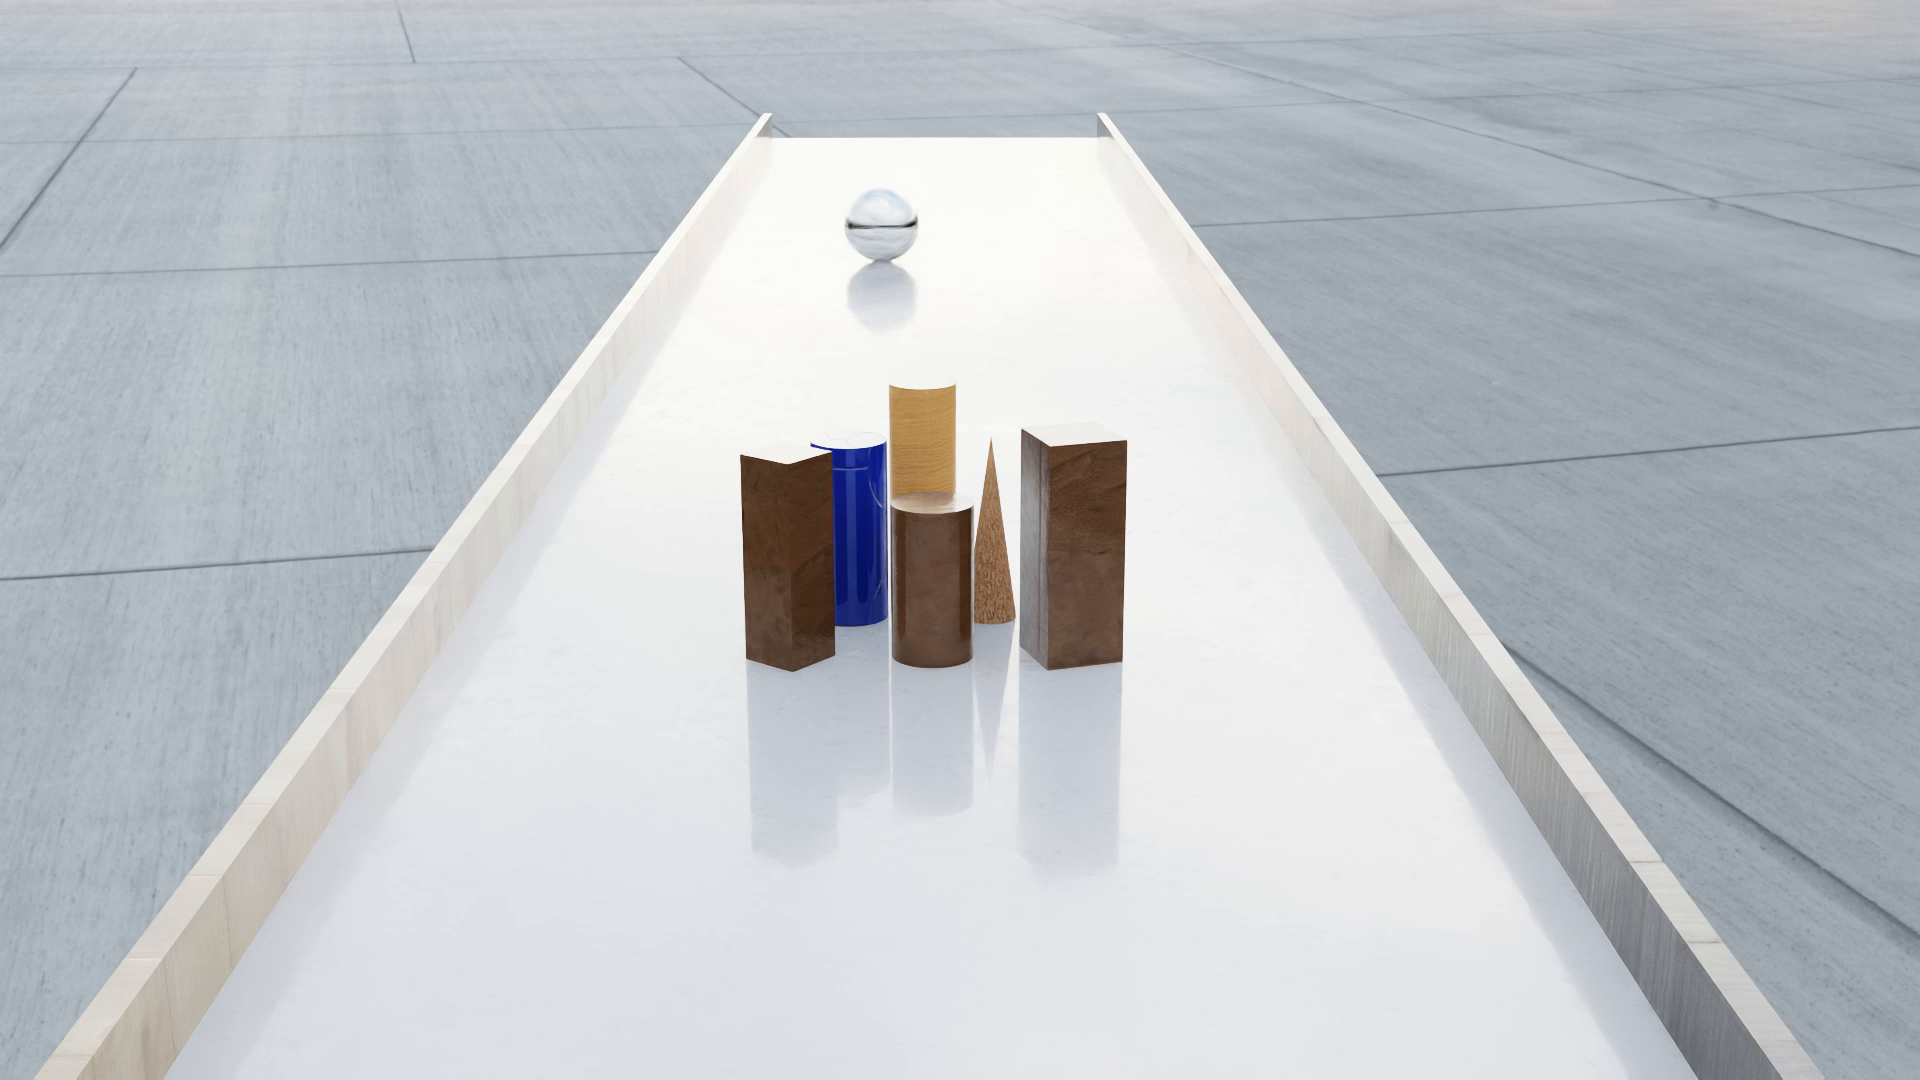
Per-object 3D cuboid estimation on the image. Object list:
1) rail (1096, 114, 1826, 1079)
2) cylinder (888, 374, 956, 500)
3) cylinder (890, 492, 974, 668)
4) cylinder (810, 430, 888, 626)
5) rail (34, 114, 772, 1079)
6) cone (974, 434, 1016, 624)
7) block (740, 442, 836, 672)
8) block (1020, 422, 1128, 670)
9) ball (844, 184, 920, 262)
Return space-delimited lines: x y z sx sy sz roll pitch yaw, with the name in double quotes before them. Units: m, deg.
"rail" 0.932 -0.844 7.801 0.050 0.150 12.000 0 17 -1
"cylinder" -0.082 -0.126 4.850 0.149 0.456 0.149 0 17 0
"cylinder" -0.055 0.078 4.403 0.168 0.319 0.168 0 17 0
"cylinder" -0.232 -0.025 4.636 0.160 0.385 0.160 0 17 0
"rail" -1.118 -0.838 7.780 0.050 0.150 12.000 0 17 -1
"cone" 0.065 -0.029 4.626 0.110 0.398 0.110 0 17 0
"block" -0.341 0.032 4.372 0.127 0.425 0.127 13 21 37
"block" 0.224 0.010 4.388 0.162 0.458 0.162 -6 17 -18
"ball" -0.324 -1.305 9.062 0.314 0.314 0.314 0 17 0
